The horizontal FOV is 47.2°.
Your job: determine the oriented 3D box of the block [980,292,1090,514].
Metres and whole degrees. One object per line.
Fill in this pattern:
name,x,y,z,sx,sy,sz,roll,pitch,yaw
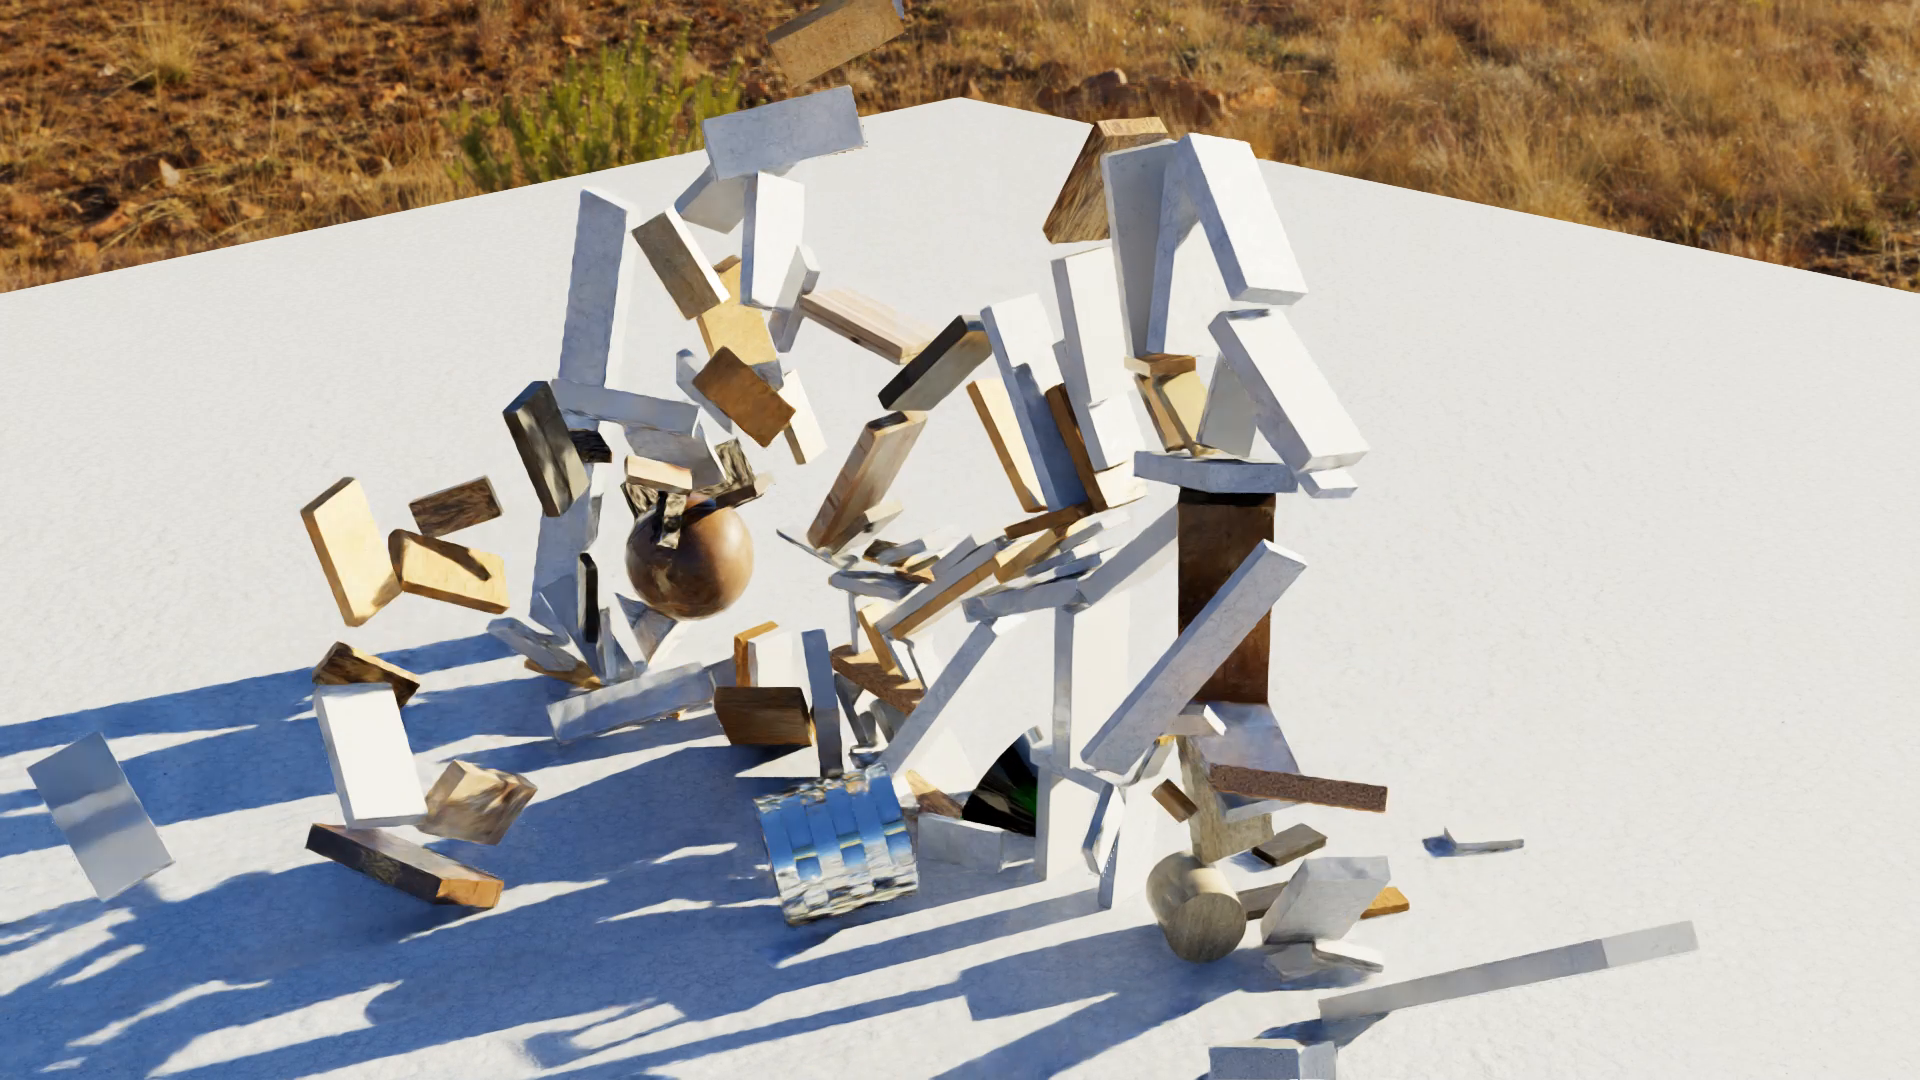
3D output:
block,0.152,-0.249,3.985,0.120,0.387,0.034,-19,0,-38

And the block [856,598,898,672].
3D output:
block,-0.155,0.195,4.478,0.019,0.136,0.068,-22,5,43

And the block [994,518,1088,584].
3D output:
block,0.150,0.020,4.059,0.091,0.026,0.182,-19,-14,-45

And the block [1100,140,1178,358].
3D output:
block,0.325,-0.489,3.709,0.128,0.347,0.036,-14,19,-14

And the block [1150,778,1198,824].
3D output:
block,0.364,0.445,3.744,0.020,0.071,0.142,-44,-7,-10

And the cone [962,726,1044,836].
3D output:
cone,0.172,0.538,4.354,0.242,0.242,0.242,39,36,15

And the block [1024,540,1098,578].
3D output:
block,0.186,0.035,4.033,0.067,0.019,0.134,-22,-2,-44

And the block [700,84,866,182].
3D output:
block,-0.341,-0.785,4.240,0.302,0.118,0.033,-17,11,-17

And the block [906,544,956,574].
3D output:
block,-0.055,0.037,4.307,0.052,0.015,0.104,-34,7,-42

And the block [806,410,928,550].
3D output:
block,-0.187,-0.121,4.347,0.130,0.387,0.037,-23,68,-36

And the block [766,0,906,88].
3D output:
block,-0.230,-0.940,4.076,0.236,0.118,0.033,-26,54,3

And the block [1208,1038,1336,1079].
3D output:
block,0.490,0.861,3.430,0.149,0.149,0.149,-6,-10,30

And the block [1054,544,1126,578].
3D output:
block,0.236,0.038,3.971,0.067,0.019,0.134,-21,1,-37

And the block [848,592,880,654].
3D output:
block,-0.194,0.158,4.515,0.019,0.136,0.068,15,26,42

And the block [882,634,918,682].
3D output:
block,-0.111,0.232,4.460,0.053,0.106,0.015,-23,-10,-41

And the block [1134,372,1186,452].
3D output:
block,0.362,-0.226,3.755,0.080,0.023,0.160,-10,59,-18

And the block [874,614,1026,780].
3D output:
block,-0.023,0.300,4.262,0.044,0.391,0.157,40,21,11

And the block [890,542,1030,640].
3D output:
block,0.002,0.102,4.270,0.091,0.026,0.392,-21,-9,-39

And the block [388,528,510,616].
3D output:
block,-0.947,0.060,4.079,0.230,0.033,0.115,18,45,-43

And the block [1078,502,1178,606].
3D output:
block,0.352,0.004,3.837,0.156,0.311,0.044,-23,76,-42

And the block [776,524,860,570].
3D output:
block,-0.293,0.014,4.530,0.047,0.013,0.235,-20,30,-33

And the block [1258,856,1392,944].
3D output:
block,0.643,0.639,3.893,0.147,0.311,0.042,0,60,-10

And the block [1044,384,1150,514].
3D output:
block,0.248,-0.175,3.975,0.120,0.239,0.034,-18,-7,-45

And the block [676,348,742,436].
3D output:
block,-0.521,-0.308,4.559,0.026,0.093,0.185,-32,61,-30

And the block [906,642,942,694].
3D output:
block,-0.065,0.256,4.422,0.053,0.106,0.015,-22,-1,-40

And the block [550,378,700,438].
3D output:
block,-0.674,-0.264,4.387,0.303,0.019,0.066,11,61,2

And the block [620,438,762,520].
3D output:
block,-0.621,-0.115,5.096,0.294,0.147,0.042,-23,-3,-23

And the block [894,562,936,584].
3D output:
block,-0.074,0.067,4.352,0.052,0.015,0.104,-21,24,-41

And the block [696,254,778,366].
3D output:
block,-0.467,-0.417,4.632,0.129,0.368,0.037,-37,47,-21

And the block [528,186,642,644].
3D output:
block,-0.857,-0.265,4.991,0.147,1.080,0.042,29,30,30

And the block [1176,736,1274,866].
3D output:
block,0.477,0.428,3.973,0.147,0.293,0.042,-17,22,-18

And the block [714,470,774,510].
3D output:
block,-0.472,-0.111,4.825,0.093,0.026,0.196,-20,8,10

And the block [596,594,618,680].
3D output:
block,-0.760,0.206,4.693,0.023,0.161,0.081,-11,22,-20

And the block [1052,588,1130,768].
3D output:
block,0.242,0.251,4.067,0.044,0.314,0.157,21,30,39

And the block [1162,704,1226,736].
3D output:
block,0.379,0.310,3.793,0.142,0.071,0.020,-2,54,39

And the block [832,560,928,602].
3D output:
block,-0.157,0.081,4.407,0.191,0.027,0.095,12,26,42

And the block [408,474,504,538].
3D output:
block,-1.021,-0.065,4.458,0.170,0.085,0.024,-18,18,7

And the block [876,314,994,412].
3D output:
block,-0.027,-0.329,4.103,0.130,0.259,0.037,-5,62,-47

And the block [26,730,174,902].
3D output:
block,-1.535,0.493,3.930,0.136,0.273,0.039,-30,-7,-19

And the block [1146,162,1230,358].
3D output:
block,0.393,-0.467,3.686,0.146,0.313,0.041,-1,9,-42

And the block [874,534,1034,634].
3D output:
block,-0.015,0.081,4.270,0.095,0.027,0.442,-21,-9,-39

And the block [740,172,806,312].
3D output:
block,-0.369,-0.583,4.328,0.037,0.258,0.129,0,-4,41

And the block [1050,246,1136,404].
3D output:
block,0.238,-0.378,3.864,0.128,0.256,0.036,-21,14,-42

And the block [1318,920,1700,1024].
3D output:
block,0.807,0.674,3.383,0.144,0.041,0.943,-8,-14,-17

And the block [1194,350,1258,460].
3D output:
block,0.450,-0.231,3.597,0.090,0.179,0.025,17,-5,-20

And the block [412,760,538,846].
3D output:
block,-0.896,0.488,4.065,0.039,0.136,0.273,37,0,21

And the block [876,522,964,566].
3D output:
block,-0.080,0.008,4.315,0.092,0.026,0.184,-26,3,-33

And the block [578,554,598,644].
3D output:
block,-0.787,0.123,4.649,0.024,0.170,0.085,-5,25,-22

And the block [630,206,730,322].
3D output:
block,-0.500,-0.493,3.932,0.094,0.189,0.027,-22,16,37

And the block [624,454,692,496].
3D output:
block,-0.593,-0.127,4.322,0.131,0.019,0.066,14,36,-22

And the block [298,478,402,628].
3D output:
block,-1.046,0.021,3.783,0.033,0.230,0.115,4,33,30

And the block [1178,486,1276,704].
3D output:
block,0.447,0.099,3.709,0.156,0.449,0.044,3,42,9

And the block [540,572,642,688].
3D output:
block,-0.807,0.231,4.880,0.081,0.023,0.375,-30,63,-18

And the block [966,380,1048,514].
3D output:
block,0.102,-0.175,4.074,0.026,0.268,0.092,-36,-18,36

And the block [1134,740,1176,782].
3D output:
block,0.353,0.399,3.999,0.049,0.097,0.014,-14,52,-36

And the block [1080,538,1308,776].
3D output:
block,0.383,0.202,3.654,0.090,0.510,0.025,21,30,-32

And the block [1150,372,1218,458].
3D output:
block,0.389,-0.212,3.664,0.080,0.023,0.160,-10,57,-28

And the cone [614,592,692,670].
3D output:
cone,-0.727,0.171,5.044,0.178,0.178,0.178,37,31,6

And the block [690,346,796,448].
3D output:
block,-0.415,-0.274,4.222,0.094,0.189,0.027,-51,21,-10

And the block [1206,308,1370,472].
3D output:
block,0.526,-0.243,3.526,0.146,0.041,0.292,-8,60,-42
